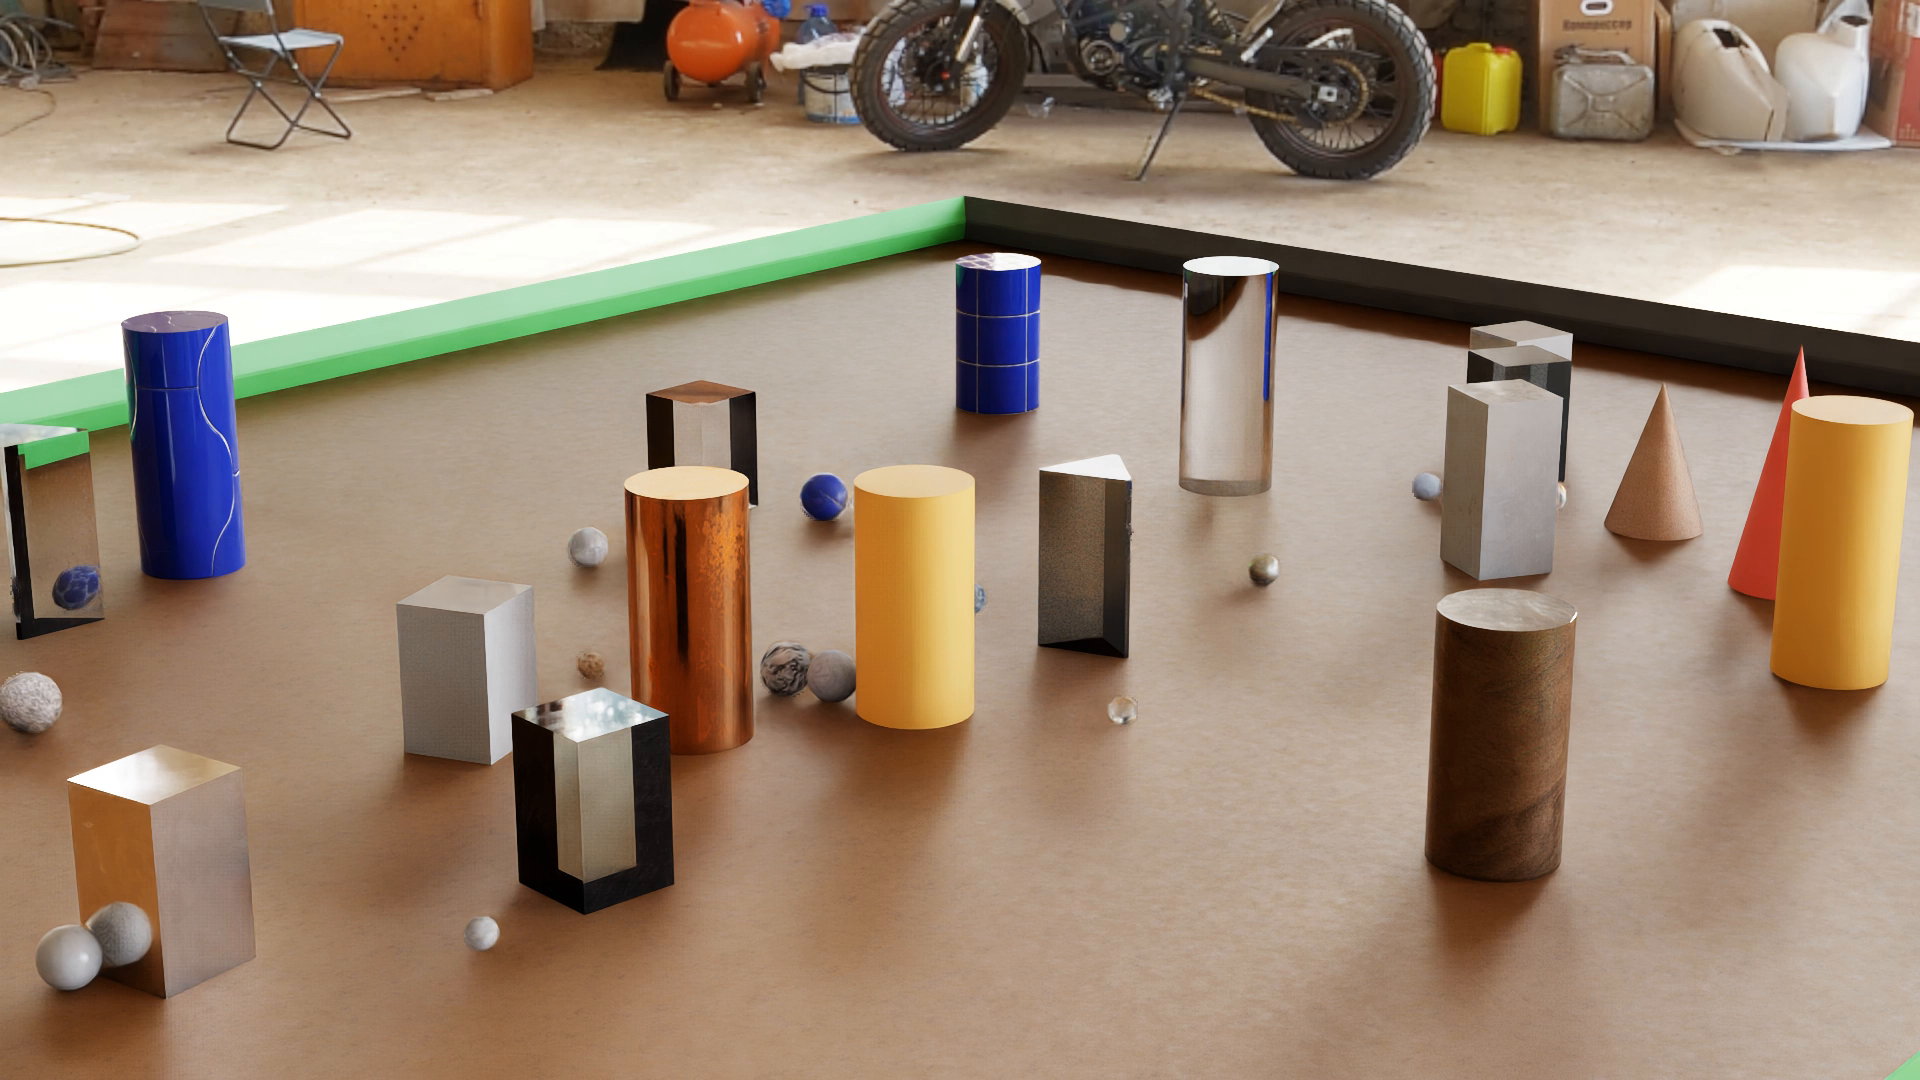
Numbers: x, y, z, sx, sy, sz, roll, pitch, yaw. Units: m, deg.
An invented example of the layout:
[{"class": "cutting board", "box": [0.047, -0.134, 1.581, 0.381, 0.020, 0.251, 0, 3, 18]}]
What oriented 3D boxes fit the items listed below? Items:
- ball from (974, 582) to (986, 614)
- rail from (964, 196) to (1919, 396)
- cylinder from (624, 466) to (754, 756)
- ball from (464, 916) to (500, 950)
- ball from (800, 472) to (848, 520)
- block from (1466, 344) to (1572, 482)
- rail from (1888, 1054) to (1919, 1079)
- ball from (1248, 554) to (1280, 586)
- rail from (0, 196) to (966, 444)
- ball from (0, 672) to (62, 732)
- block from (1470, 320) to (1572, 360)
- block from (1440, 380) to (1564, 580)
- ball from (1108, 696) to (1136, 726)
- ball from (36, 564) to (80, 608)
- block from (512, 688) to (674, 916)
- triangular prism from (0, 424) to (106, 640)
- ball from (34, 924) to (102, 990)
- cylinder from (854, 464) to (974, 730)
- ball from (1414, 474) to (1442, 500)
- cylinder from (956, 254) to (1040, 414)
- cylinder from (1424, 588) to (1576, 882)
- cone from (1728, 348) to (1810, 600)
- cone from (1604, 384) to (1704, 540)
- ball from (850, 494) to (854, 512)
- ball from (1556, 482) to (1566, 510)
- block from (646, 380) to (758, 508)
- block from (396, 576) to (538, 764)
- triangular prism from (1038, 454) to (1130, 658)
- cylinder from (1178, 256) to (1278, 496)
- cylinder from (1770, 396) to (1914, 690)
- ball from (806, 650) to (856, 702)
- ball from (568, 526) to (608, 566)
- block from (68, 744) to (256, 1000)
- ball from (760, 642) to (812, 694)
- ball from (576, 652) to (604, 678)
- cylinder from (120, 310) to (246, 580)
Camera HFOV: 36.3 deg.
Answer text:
[{"class": "ball", "box": [0.017, 0.099, 5.005, 0.057, 0.057, 0.057, 0, 17, 0]}, {"class": "rail", "box": [1.586, -0.499, 6.870, 4.212, 0.120, 0.045, 14, 22, 39]}, {"class": "cylinder", "box": [-0.405, 0.105, 4.400, 0.184, 0.397, 0.184, 0, 17, 0]}, {"class": "ball", "box": [-0.605, 0.497, 3.712, 0.043, 0.043, 0.043, 0, 17, 0]}, {"class": "ball", "box": [-0.257, -0.083, 5.550, 0.090, 0.090, 0.090, 0, 17, 0]}, {"class": "block", "box": [1.103, -0.245, 5.814, 0.147, 0.247, 0.147, -6, 18, -19]}, {"class": "rail", "box": [1.572, 0.425, 3.815, 0.045, 0.120, 4.886, 14, 22, 39]}, {"class": "ball", "box": [0.535, 0.052, 5.163, 0.054, 0.054, 0.054, 0, 17, 0]}, {"class": "rail", "box": [-1.572, -0.366, 6.428, 0.045, 0.120, 4.886, 14, 22, 39]}, {"class": "ball", "box": [-1.411, 0.247, 4.455, 0.092, 0.092, 0.092, 0, 17, 0]}, {"class": "block", "box": [1.161, -0.322, 6.096, 0.147, 0.231, 0.147, -9, 19, -28]}, {"class": "block", "box": [0.965, -0.109, 5.236, 0.147, 0.321, 0.147, -6, 18, -18]}, {"class": "ball", "box": [0.249, 0.261, 4.490, 0.044, 0.044, 0.044, 0, 17, 0]}, {"class": "ball", "box": [-1.551, 0.078, 5.043, 0.075, 0.075, 0.075, 0, 17, 0]}, {"class": "block", "box": [-0.485, 0.343, 3.881, 0.147, 0.240, 0.147, -15, 23, -41]}, {"class": "triangular prism", "box": [-1.560, -0.023, 4.932, 0.138, 0.332, 0.160, 16, 23, 42]}, {"class": "ball", "box": [-1.094, 0.512, 3.600, 0.080, 0.080, 0.080, 0, 17, 0]}, {"class": "cylinder", "box": [-0.070, 0.086, 4.510, 0.184, 0.368, 0.184, 0, 17, 0]}, {"class": "ball", "box": [0.907, -0.103, 5.682, 0.052, 0.052, 0.052, 0, 17, 0]}, {"class": "cylinder", "box": [0.082, -0.448, 6.364, 0.184, 0.317, 0.184, 0, 17, 0]}, {"class": "cylinder", "box": [0.727, 0.262, 3.954, 0.184, 0.354, 0.184, 0, 17, 0]}, {"class": "cone", "box": [1.448, -0.128, 5.105, 0.184, 0.434, 0.184, 0, 17, 0]}, {"class": "cone", "box": [1.305, -0.160, 5.475, 0.184, 0.281, 0.184, 0, 17, 0]}, {"class": "ball", "box": [-0.175, -0.071, 5.552, 0.066, 0.066, 0.066, 0, 17, 0]}, {"class": "ball", "box": [1.129, -0.084, 5.604, 0.060, 0.060, 0.060, 0, 17, 0]}, {"class": "block", "box": [-0.492, -0.171, 5.605, 0.147, 0.227, 0.147, 14, 22, 38]}, {"class": "block", "box": [-0.735, 0.193, 4.389, 0.147, 0.234, 0.147, 6, 18, 20]}, {"class": "triangular prism", "box": [0.229, 0.021, 4.840, 0.160, 0.302, 0.138, 8, 18, 24]}, {"class": "cylinder", "box": [0.524, -0.320, 5.732, 0.184, 0.438, 0.184, 0, 17, 0]}, {"class": "cylinder", "box": [1.402, 0.003, 4.671, 0.184, 0.434, 0.184, 0, 17, 0]}, {"class": "ball", "box": [-0.199, 0.213, 4.583, 0.082, 0.082, 0.082, 0, 17, 0]}, {"class": "ball", "box": [-0.668, 0.012, 5.268, 0.071, 0.071, 0.071, 0, 17, 0]}, {"class": "block", "box": [-0.989, 0.409, 3.638, 0.147, 0.255, 0.147, 11, 20, 32]}, {"class": "ball", "box": [-0.273, 0.202, 4.618, 0.084, 0.084, 0.084, 0, 17, 0]}, {"class": "ball", "box": [-0.593, 0.199, 4.700, 0.042, 0.042, 0.042, 0, 17, 0]}, {"class": "cylinder", "box": [-1.380, -0.170, 5.218, 0.184, 0.449, 0.184, 0, 17, 0]}]
